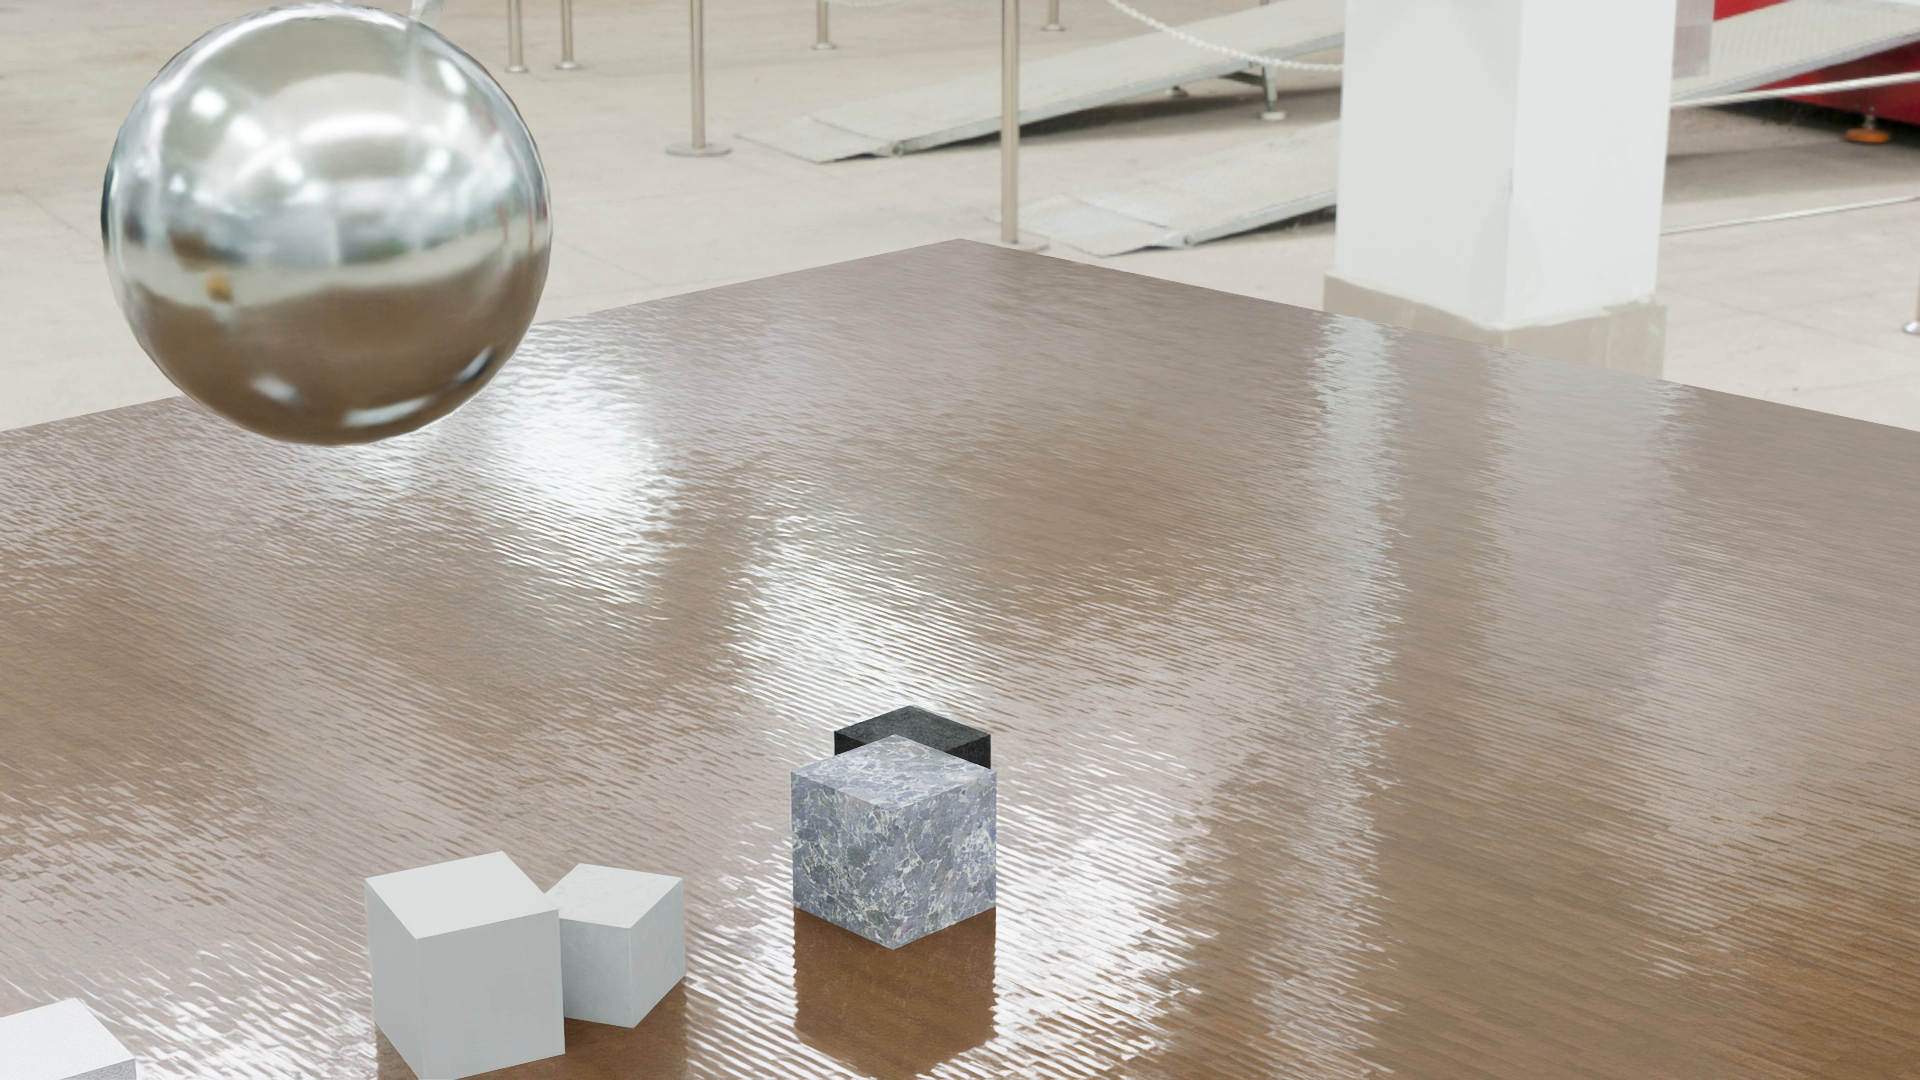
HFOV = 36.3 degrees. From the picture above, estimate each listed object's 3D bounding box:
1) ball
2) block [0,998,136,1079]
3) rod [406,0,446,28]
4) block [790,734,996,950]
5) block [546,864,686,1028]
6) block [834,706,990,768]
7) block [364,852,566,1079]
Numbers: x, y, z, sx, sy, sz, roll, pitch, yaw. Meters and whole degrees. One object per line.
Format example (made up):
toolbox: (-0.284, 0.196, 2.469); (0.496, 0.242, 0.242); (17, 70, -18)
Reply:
ball: (-2.277, -1.137, 10.598); (1.600, 1.600, 1.600); (0, 17, 0)
block: (-3.382, 2.113, 10.664); (0.609, 0.573, 0.596); (-12, 21, -34)
rod: (-0.987, -4.261, 10.969); (0.080, 5.200, 0.080); (17, -8, 42)
block: (-0.292, 1.330, 13.035); (0.640, 0.646, 0.646); (-17, 24, -42)
block: (-1.476, 1.686, 12.235); (0.476, 0.446, 0.529); (6, 18, 18)
block: (-0.226, 1.136, 13.949); (0.498, 0.469, 0.554); (-17, 24, -42)
block: (-1.998, 1.717, 11.824); (0.586, 0.635, 0.648); (-9, 20, -27)
